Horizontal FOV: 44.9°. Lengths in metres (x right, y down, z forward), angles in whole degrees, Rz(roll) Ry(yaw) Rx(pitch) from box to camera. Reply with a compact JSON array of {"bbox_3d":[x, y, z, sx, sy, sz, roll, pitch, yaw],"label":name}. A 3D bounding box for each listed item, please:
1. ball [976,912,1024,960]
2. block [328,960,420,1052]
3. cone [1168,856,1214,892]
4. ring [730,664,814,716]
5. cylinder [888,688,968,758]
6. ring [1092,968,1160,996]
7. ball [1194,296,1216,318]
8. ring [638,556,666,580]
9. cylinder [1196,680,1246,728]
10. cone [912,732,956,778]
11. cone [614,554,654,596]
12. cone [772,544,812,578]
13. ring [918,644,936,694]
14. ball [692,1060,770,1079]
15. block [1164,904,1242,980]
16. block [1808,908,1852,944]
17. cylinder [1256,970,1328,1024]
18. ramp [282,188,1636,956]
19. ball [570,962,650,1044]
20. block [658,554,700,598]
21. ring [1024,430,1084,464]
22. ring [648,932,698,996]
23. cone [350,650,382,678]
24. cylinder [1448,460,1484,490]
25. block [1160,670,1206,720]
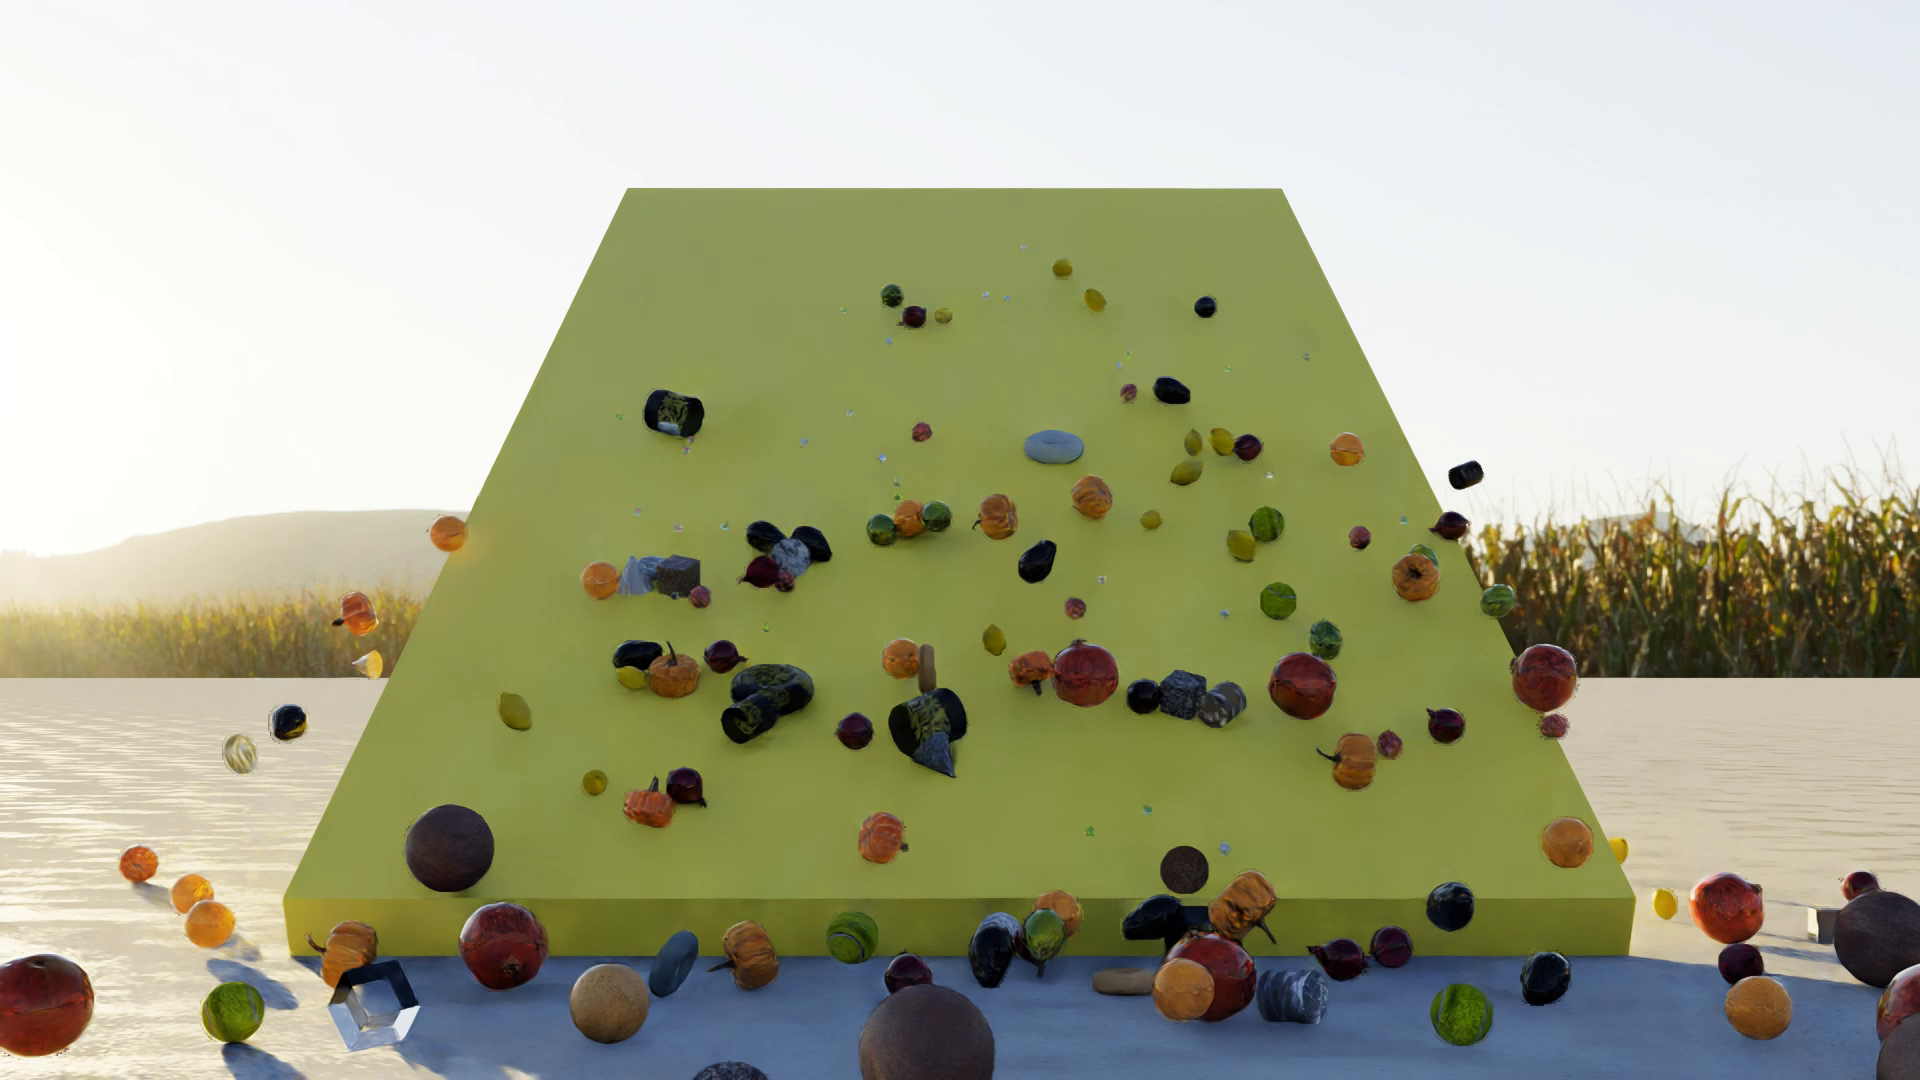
[{"bbox_3d":[0.057,0.561,3.292,0.066,0.066,0.066,0,-3,0],"label":"ball"},{"bbox_3d":[-0.608,0.483,2.406,0.061,0.061,0.061,-4,-43,-43],"label":"block"},{"bbox_3d":[0.333,0.491,3.477,0.072,0.072,0.072,1,22,-16],"label":"cone"},{"bbox_3d":[-0.323,0.257,3.991,0.145,0.048,0.145,1,23,0],"label":"ring"},{"bbox_3d":[-0.053,0.301,3.834,0.092,0.092,0.092,-20,10,-38],"label":"cylinder"},{"bbox_3d":[0.219,0.584,3.069,0.089,0.030,0.089,-1,-4,0],"label":"ring"},{"bbox_3d":[0.626,-0.594,5.927,0.056,0.056,0.056,0,-3,0],"label":"ball"},{"bbox_3d":[-0.594,0.054,4.479,0.077,0.026,0.077,0,25,0],"label":"ring"},{"bbox_3d":[0.442,0.278,3.926,0.062,0.062,0.062,-3,17,40],"label":"cylinder"},{"bbox_3d":[-0.028,0.362,3.770,0.071,0.071,0.071,-32,-27,-19],"label":"cone"},{"bbox_3d":[-0.621,0.058,4.408,0.075,0.075,0.075,0,24,0],"label":"cone"},{"bbox_3d":[-0.331,0.038,4.506,0.077,0.077,0.077,1,9,-13],"label":"cone"},{"bbox_3d":[-0.057,0.221,3.953,0.029,0.088,0.088,-1,-3,0],"label":"ring"},{"bbox_3d":[-0.198,0.494,1.999,0.088,0.088,0.088,0,-3,0],"label":"ball"},{"bbox_3d":[0.335,0.556,3.208,0.071,0.071,0.071,1,39,-20],"label":"block"},{"bbox_3d":[1.366,0.606,3.648,0.051,0.051,0.051,0,-3,4],"label":"block"},{"bbox_3d":[0.396,0.543,2.763,0.061,0.061,0.061,-12,-10,39],"label":"cylinder"},{"bbox_3d":[-0.008,-0.227,5.280,2.000,0.100,4.000,0,24,0],"label":"ramp"},{"bbox_3d":[-0.401,0.530,2.655,0.091,0.091,0.091,0,-3,0],"label":"ball"},{"bbox_3d":[-0.533,0.069,4.403,0.058,0.058,0.058,11,26,23],"label":"block"},{"bbox_3d":[0.204,-0.201,5.045,0.130,0.043,0.130,1,24,-1],"label":"ring"},{"bbox_3d":[-0.370,0.548,3.003,0.031,0.092,0.092,27,4,14],"label":"ring"},{"bbox_3d":[-1.079,0.225,4.190,0.051,0.051,0.051,-1,-3,19],"label":"cone"},{"bbox_3d":[1.070,-0.137,4.907,0.052,0.052,0.052,-20,7,-29],"label":"cylinder"},{"bbox_3d":[0.381,0.264,3.964,0.058,0.058,0.058,15,28,30],"label":"block"}]
